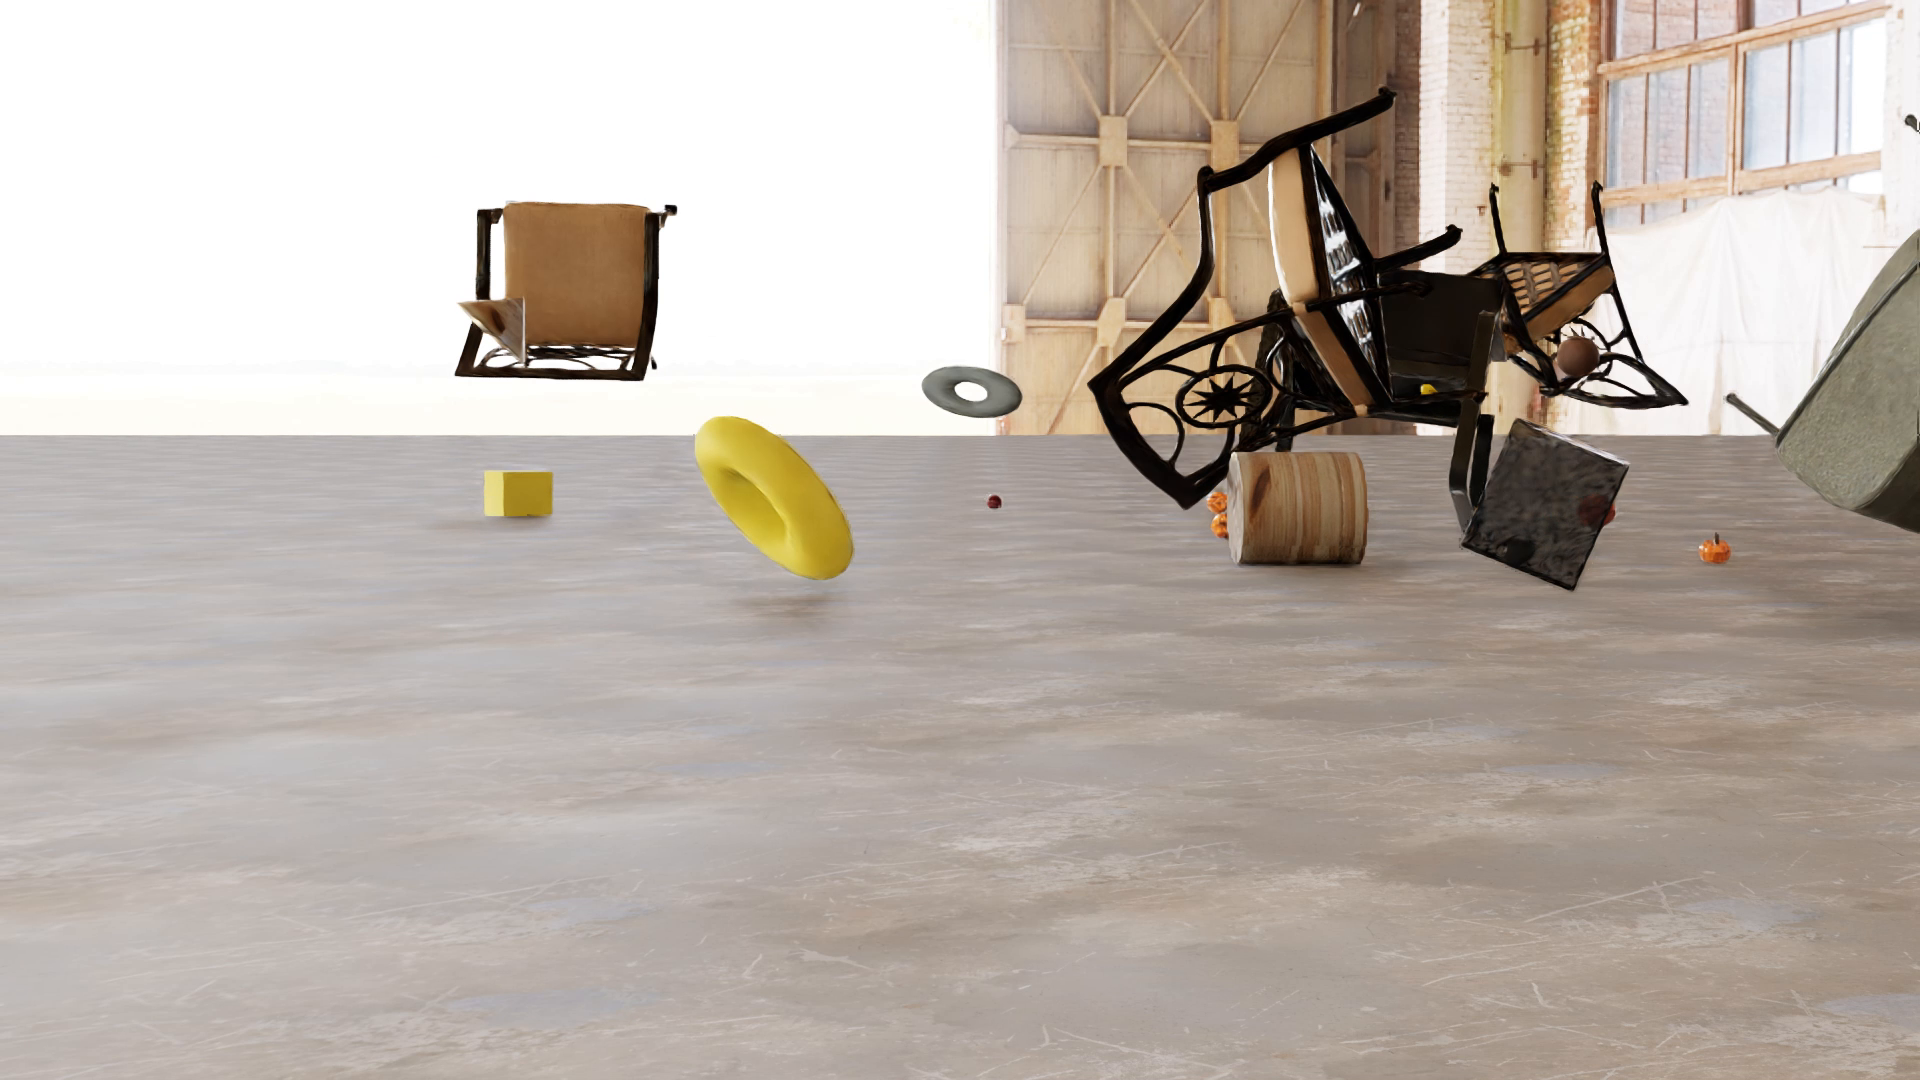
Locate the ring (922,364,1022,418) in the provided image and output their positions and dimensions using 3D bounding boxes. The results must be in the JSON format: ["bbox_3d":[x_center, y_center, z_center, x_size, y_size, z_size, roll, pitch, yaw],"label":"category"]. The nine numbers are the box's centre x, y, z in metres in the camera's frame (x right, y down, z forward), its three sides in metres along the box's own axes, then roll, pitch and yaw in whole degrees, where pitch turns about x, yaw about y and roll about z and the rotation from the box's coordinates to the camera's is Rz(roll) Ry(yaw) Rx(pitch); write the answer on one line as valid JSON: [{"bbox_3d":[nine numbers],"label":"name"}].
[{"bbox_3d":[0.042,-0.572,8.475,0.483,0.200,0.078,11,14,36],"label":"ring"}]

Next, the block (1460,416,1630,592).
[{"bbox_3d":[1.306,-0.082,4.917,0.264,0.302,0.133,23,13,11],"label":"block"}]

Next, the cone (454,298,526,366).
[{"bbox_3d":[-1.266,-0.627,6.146,0.271,0.141,0.182,45,-9,-30],"label":"cone"}]

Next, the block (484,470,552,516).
[{"bbox_3d":[-1.559,-0.164,7.761,0.202,0.157,0.121,-2,4,-45],"label":"block"}]

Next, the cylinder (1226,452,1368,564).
[{"bbox_3d":[0.861,-0.081,5.641,0.312,0.273,0.314,0,37,-1],"label":"cylinder"}]

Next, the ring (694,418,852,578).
[{"bbox_3d":[-0.417,-0.096,4.920,0.159,0.465,0.194,-32,-13,-49],"label":"ring"}]
